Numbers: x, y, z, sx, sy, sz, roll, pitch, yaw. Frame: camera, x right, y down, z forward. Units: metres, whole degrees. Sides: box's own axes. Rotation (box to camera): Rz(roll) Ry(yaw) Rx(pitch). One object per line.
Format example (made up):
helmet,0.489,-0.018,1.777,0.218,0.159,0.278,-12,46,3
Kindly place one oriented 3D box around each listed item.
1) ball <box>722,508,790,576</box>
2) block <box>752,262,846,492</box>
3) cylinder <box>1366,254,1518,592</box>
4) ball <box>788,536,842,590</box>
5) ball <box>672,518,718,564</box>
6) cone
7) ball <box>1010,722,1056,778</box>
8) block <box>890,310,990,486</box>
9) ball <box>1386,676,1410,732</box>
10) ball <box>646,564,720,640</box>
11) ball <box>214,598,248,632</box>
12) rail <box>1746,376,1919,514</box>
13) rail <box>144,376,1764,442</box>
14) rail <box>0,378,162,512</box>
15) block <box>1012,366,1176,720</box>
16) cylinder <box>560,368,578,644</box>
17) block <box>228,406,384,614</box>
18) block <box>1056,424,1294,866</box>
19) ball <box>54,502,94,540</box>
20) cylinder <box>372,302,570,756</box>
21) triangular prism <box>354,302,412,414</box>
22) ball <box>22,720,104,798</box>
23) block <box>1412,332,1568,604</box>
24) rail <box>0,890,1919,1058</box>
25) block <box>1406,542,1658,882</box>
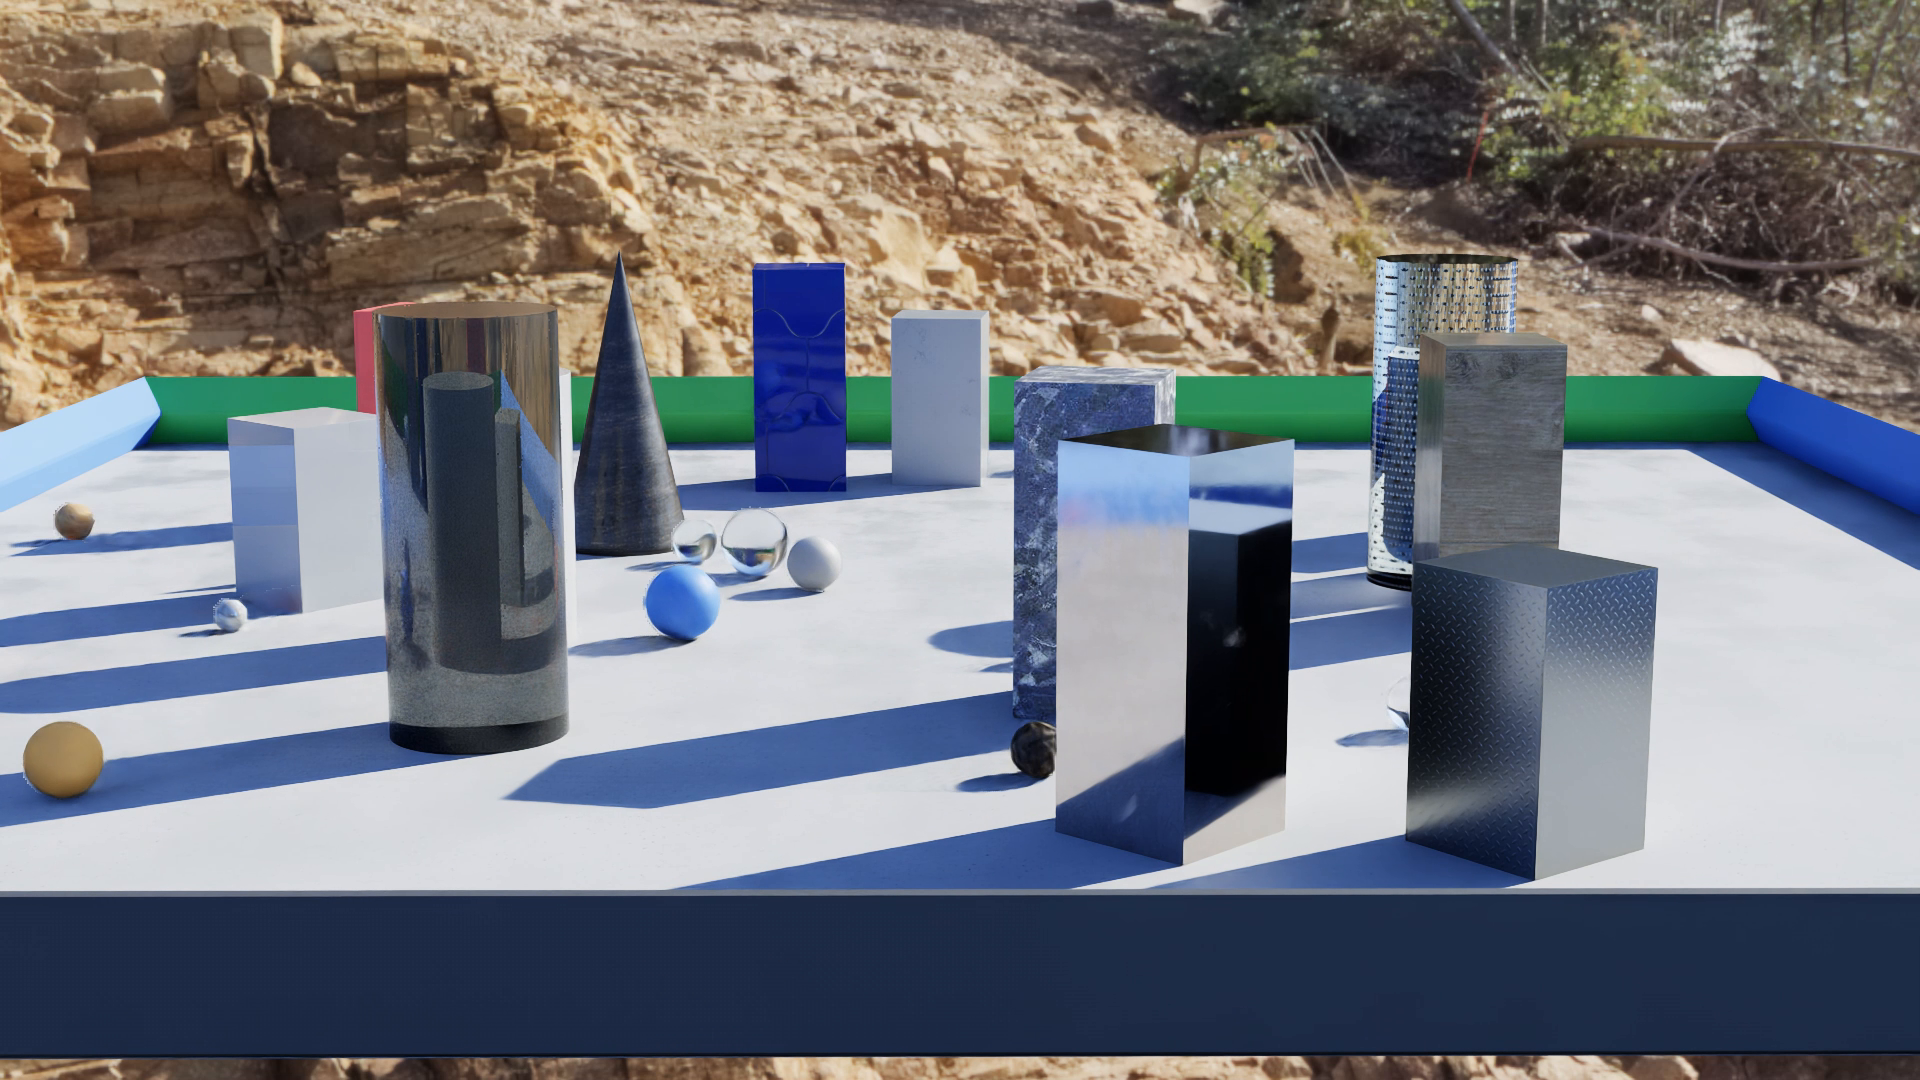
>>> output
ball,-0.295,0.003,3.696,0.098,0.098,0.098,0,11,0
block,-0.277,-0.285,4.472,0.157,0.382,0.157,0,11,-2
cylinder,0.681,-0.168,3.630,0.196,0.458,0.196,0,11,0
ball,-0.204,0.033,3.595,0.076,0.076,0.076,0,11,0
ball,-0.392,0.001,3.795,0.066,0.066,0.066,0,11,0
cone,-0.513,-0.215,3.901,0.196,0.452,0.196,0,11,0
ball,0.081,0.216,2.655,0.058,0.058,0.058,0,11,0
block,-0.034,-0.253,4.540,0.157,0.293,0.157,1,11,6
ball,0.502,0.181,2.830,0.063,0.063,0.063,0,11,0
ball,-0.355,0.080,3.288,0.096,0.096,0.096,0,11,0
ball,-0.949,0.097,3.339,0.042,0.042,0.042,0,11,0
rail,1.553,0.031,3.458,0.045,0.127,3.160,0,11,0
rail,-0.009,-0.251,4.979,3.154,0.127,0.045,0,11,0
rail,-1.553,0.034,3.440,0.045,0.127,3.160,0,11,0
block,0.154,0.002,2.918,0.157,0.382,0.157,2,11,13
cylinder,-0.590,-0.042,3.266,0.196,0.343,0.196,0,11,0
block,-0.890,-0.044,3.533,0.157,0.251,0.157,9,14,41
block,0.202,0.093,2.435,0.157,0.380,0.157,10,14,43
ball,-1.373,-0.029,3.976,0.058,0.058,0.058,0,11,0
cylinder,-0.531,-0.018,2.795,0.196,0.467,0.196,0,11,0
triangular prism,-0.898,-0.212,4.193,0.170,0.340,0.147,-3,11,-15
ball,-0.902,0.220,2.582,0.077,0.077,0.077,0,11,0
block,0.697,-0.080,3.392,0.157,0.372,0.157,0,11,-2
rail,0.009,0.316,1.919,3.154,0.127,0.045,0,11,0
block,0.533,0.156,2.401,0.157,0.270,0.157,-8,13,-37
